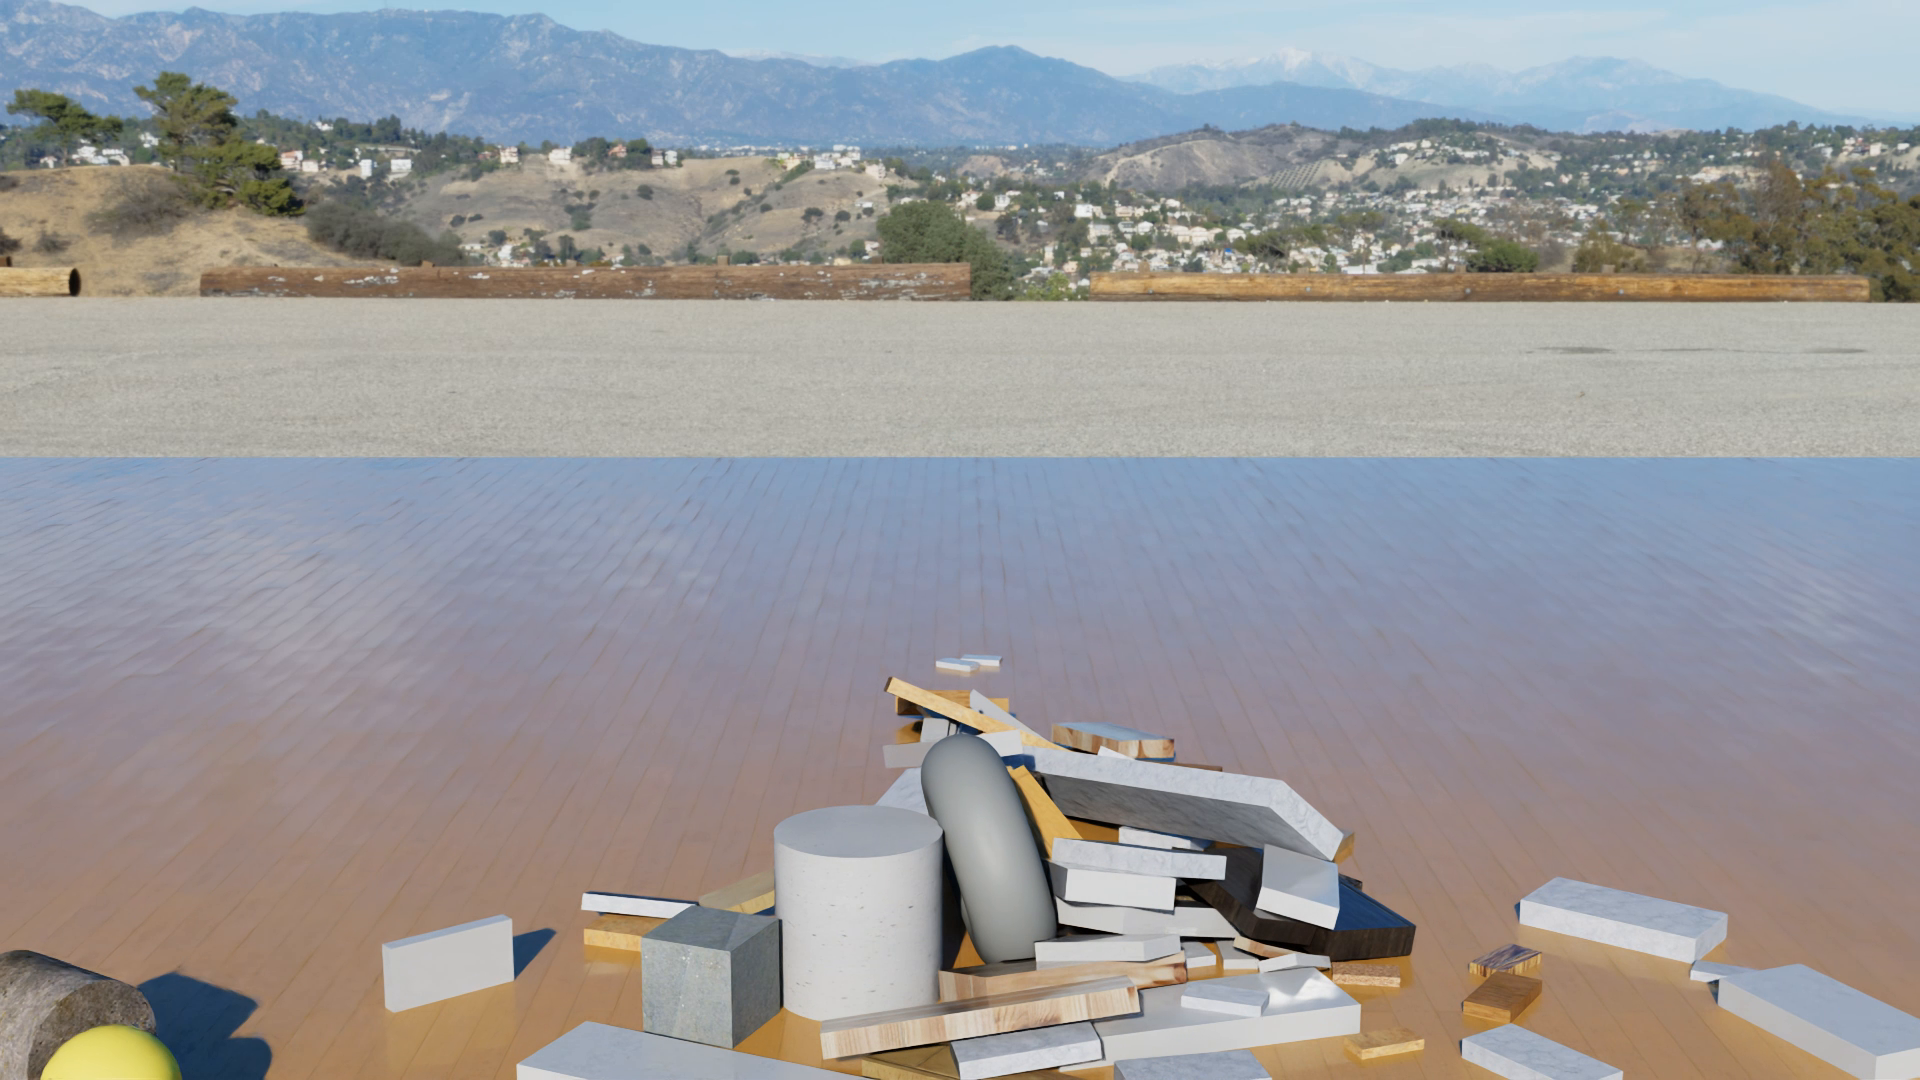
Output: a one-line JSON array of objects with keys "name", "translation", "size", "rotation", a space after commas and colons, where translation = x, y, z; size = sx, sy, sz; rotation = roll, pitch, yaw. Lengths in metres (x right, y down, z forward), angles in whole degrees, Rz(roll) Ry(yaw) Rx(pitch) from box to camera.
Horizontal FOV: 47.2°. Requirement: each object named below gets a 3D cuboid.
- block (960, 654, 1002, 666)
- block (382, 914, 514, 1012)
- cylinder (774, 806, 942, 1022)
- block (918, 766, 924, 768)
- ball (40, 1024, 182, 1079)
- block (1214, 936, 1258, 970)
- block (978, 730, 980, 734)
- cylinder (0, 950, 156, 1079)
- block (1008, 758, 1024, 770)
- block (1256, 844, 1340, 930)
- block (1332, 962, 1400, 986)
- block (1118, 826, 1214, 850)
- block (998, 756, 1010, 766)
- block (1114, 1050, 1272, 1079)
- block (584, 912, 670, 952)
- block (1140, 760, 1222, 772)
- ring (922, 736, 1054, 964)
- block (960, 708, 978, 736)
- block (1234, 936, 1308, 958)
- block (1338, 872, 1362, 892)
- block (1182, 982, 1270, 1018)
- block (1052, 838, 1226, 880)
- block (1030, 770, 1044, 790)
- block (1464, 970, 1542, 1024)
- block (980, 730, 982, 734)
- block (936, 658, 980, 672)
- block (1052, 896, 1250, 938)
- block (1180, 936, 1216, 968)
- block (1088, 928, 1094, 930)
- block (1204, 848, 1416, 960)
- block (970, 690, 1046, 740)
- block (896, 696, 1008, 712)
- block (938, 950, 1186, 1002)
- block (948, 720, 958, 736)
[{"name": "block", "translation": [0.052, 0.287, 5.263], "size": [0.093, 0.013, 0.046], "rotation": [2, 11, 11]}, {"name": "block", "translation": [-0.751, 0.622, 3.234], "size": [0.194, 0.097, 0.027], "rotation": [-9, 14, -39]}, {"name": "cylinder", "translation": [-0.148, 0.546, 3.231], "size": [0.247, 0.247, 0.247], "rotation": [0, 11, 0]}, {"name": "block", "translation": [-0.019, 0.439, 3.933], "size": [0.085, 0.024, 0.170], "rotation": [-3, 19, -11]}, {"name": "ball", "translation": [-1.046, 0.683, 2.709], "size": [0.169, 0.169, 0.169], "rotation": [0, 11, 0]}, {"name": "block", "translation": [0.425, 0.634, 3.389], "size": [0.053, 0.015, 0.106], "rotation": [0, 11, -2]}, {"name": "block", "translation": [-0.008, 0.376, 4.520], "size": [0.112, 0.032, 0.224], "rotation": [1, -3, 0]}, {"name": "cylinder", "translation": [-1.183, 0.645, 2.857], "size": [0.188, 0.188, 0.188], "rotation": [7, 13, 33]}, {"name": "block", "translation": [0.059, 0.486, 3.787], "size": [0.135, 0.038, 0.269], "rotation": [-1, 38, -8]}, {"name": "block", "translation": [0.524, 0.535, 3.409], "size": [0.119, 0.034, 0.238], "rotation": [15, 10, 7]}, {"name": "block", "translation": [0.609, 0.652, 3.299], "size": [0.099, 0.014, 0.049], "rotation": [2, 11, 8]}, {"name": "block", "translation": [0.403, 0.513, 3.981], "size": [0.135, 0.038, 0.269], "rotation": [5, 12, 27]}, {"name": "block", "translation": [0.048, 0.479, 3.670], "size": [0.142, 0.040, 0.283], "rotation": [-7, 40, -15]}, {"name": "block", "translation": [0.308, 0.715, 2.921], "size": [0.189, 0.027, 0.094], "rotation": [-2, 11, -11]}, {"name": "block", "translation": [-0.490, 0.618, 3.452], "size": [0.177, 0.025, 0.089], "rotation": [4, 11, 19]}, {"name": "block", "translation": [0.369, 0.463, 4.253], "size": [0.258, 0.037, 0.129], "rotation": [3, 11, 15]}, {"name": "ring", "translation": [0.043, 0.477, 3.343], "size": [0.126, 0.378, 0.378], "rotation": [-18, 13, -6]}, {"name": "block", "translation": [-0.018, 0.385, 4.179], "size": [0.100, 0.028, 0.201], "rotation": [2, 28, 2]}, {"name": "block", "translation": [0.477, 0.622, 3.326], "size": [0.121, 0.017, 0.060], "rotation": [19, -6, -38]}, {"name": "block", "translation": [0.596, 0.582, 3.654], "size": [0.139, 0.020, 0.069], "rotation": [-8, 15, -38]}, {"name": "block", "translation": [0.373, 0.646, 3.092], "size": [0.113, 0.016, 0.057], "rotation": [4, 11, 20]}, {"name": "block", "translation": [0.274, 0.491, 3.394], "size": [0.125, 0.035, 0.249], "rotation": [11, -8, -41]}, {"name": "block", "translation": [0.089, 0.501, 3.710], "size": [0.135, 0.038, 0.269], "rotation": [-2, 39, -9]}, {"name": "block", "translation": [0.792, 0.666, 3.206], "size": [0.069, 0.020, 0.139], "rotation": [7, 12, 32]}, {"name": "block", "translation": [0.141, 0.399, 4.239], "size": [0.201, 0.028, 0.100], "rotation": [21, -5, -5]}, {"name": "block", "translation": [-0.005, 0.295, 5.219], "size": [0.093, 0.013, 0.046], "rotation": [6, 12, 31]}, {"name": "block", "translation": [0.300, 0.575, 3.365], "size": [0.300, 0.042, 0.150], "rotation": [11, -8, -41]}, {"name": "block", "translation": [0.349, 0.633, 3.397], "size": [0.053, 0.015, 0.106], "rotation": [-3, 11, -18]}, {"name": "block", "translation": [0.256, 0.600, 3.560], "size": [0.139, 0.020, 0.069], "rotation": [-5, 11, -23]}, {"name": "block", "translation": [0.548, 0.573, 3.497], "size": [0.170, 0.048, 0.340], "rotation": [2, 13, -28]}, {"name": "block", "translation": [0.109, 0.381, 4.485], "size": [0.118, 0.033, 0.236], "rotation": [36, -3, -28]}, {"name": "block", "translation": [-0.018, 0.353, 4.690], "size": [0.118, 0.033, 0.236], "rotation": [4, -5, -40]}, {"name": "block", "translation": [0.148, 0.630, 3.176], "size": [0.319, 0.045, 0.159], "rotation": [-2, -6, -25]}, {"name": "block", "translation": [-0.039, 0.367, 4.083], "size": [0.058, 0.016, 0.115], "rotation": [3, 21, 5]}]
